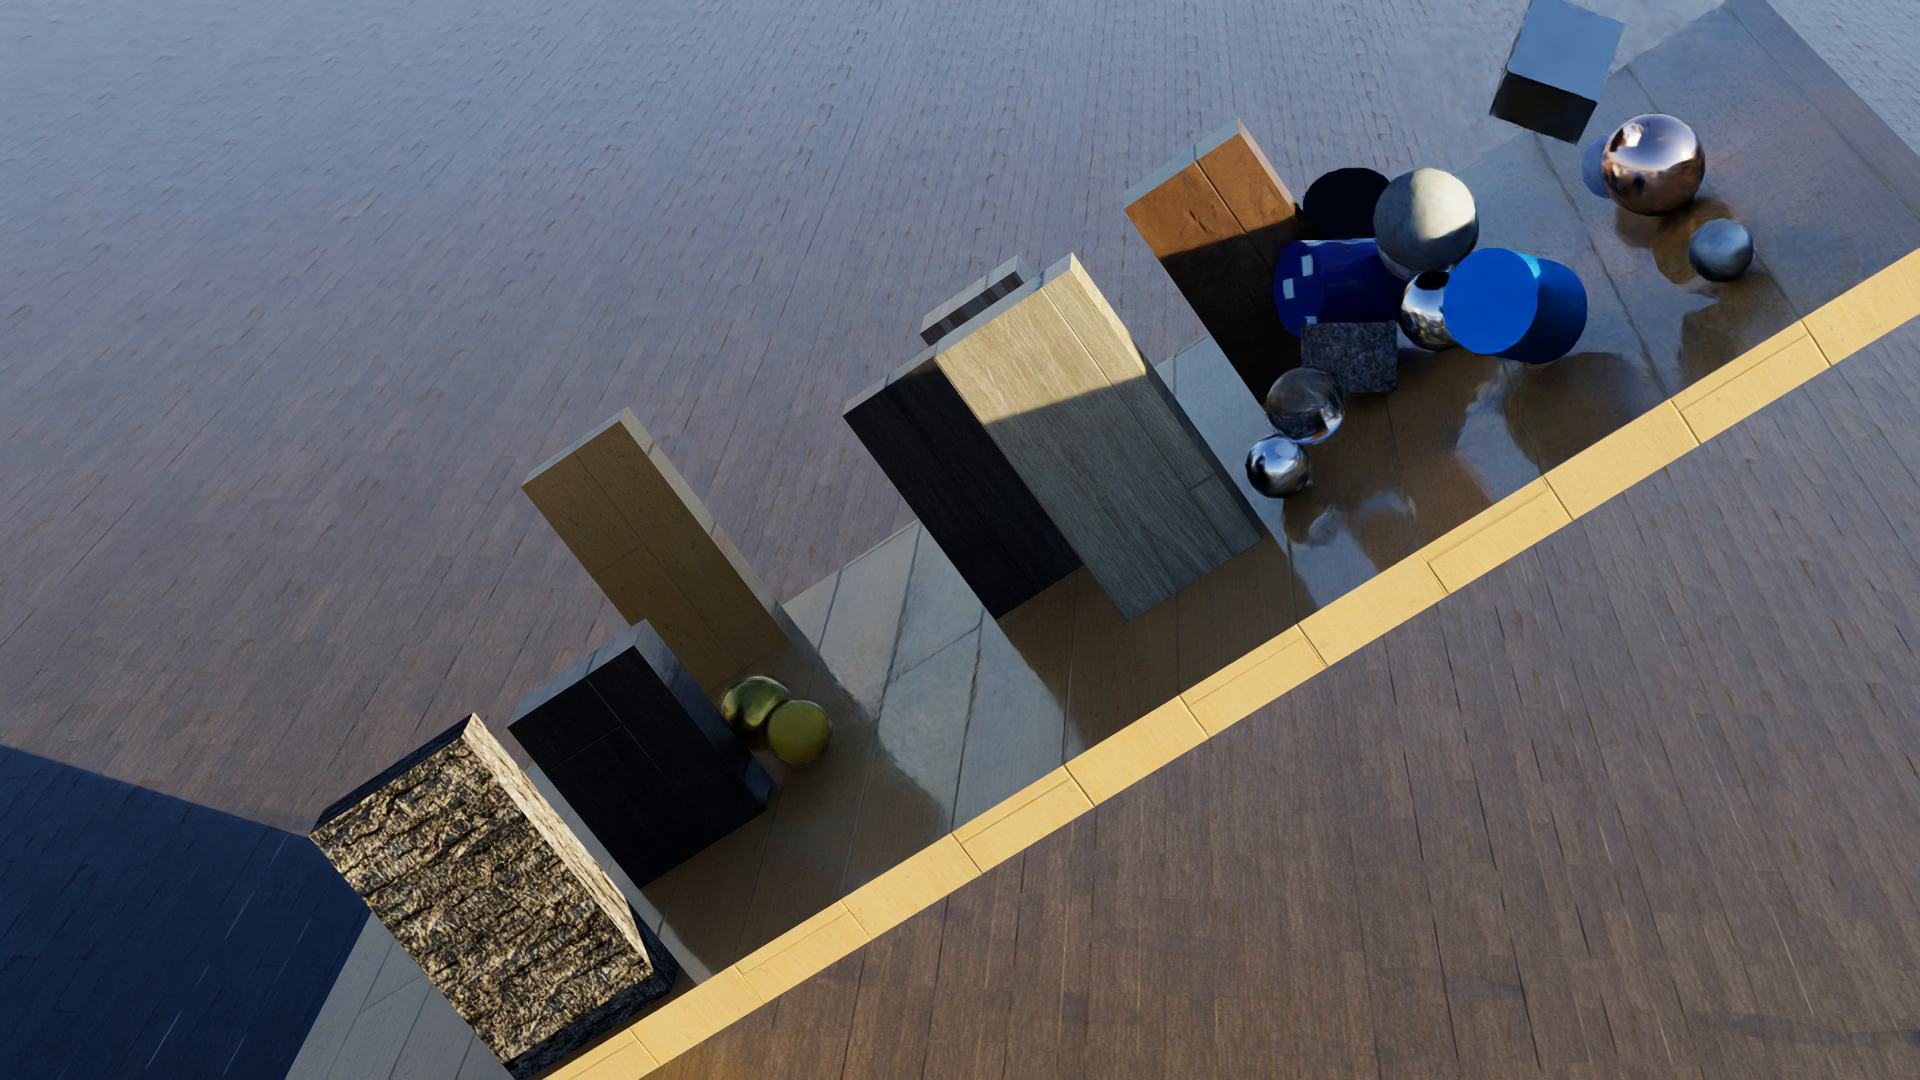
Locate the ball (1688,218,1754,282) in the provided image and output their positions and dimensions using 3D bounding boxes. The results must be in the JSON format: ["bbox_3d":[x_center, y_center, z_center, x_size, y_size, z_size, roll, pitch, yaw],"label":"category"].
[{"bbox_3d":[1.359,-0.517,5.253,0.114,0.114,0.114,0,21,0],"label":"ball"}]

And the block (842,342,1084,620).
[{"bbox_3d":[0.092,-0.171,6.173,0.427,0.554,0.092,-32,16,15],"label":"block"}]

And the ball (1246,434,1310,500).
[{"bbox_3d":[0.622,-0.143,5.744,0.126,0.126,0.126,0,21,0],"label":"ball"}]

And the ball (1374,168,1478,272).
[{"bbox_3d":[0.921,-0.634,5.823,0.203,0.203,0.203,0,21,0],"label":"ball"}]

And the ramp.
[{"bbox_3d":[0.135,0.174,6.307,4.000,0.100,2.000,-32,16,15],"label":"ramp"}]

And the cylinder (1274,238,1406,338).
[{"bbox_3d":[0.792,-0.527,6.131,0.201,0.201,0.201,-5,22,-23],"label":"cylinder"}]

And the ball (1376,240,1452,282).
[{"bbox_3d":[0.935,-0.609,6.009,0.167,0.167,0.167,0,21,0],"label":"ball"}]

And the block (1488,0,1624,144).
[{"bbox_3d":[1.159,-0.916,5.723,0.182,0.182,0.182,20,-18,5],"label":"block"}]

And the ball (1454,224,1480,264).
[{"bbox_3d":[1.040,-0.666,6.323,0.152,0.152,0.152,0,21,0],"label":"ball"}]

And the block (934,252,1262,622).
[{"bbox_3d":[0.269,-0.193,5.665,0.314,0.652,0.114,-32,16,15],"label":"block"}]

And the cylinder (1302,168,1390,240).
[{"bbox_3d":[0.865,-0.675,6.470,0.204,0.204,0.204,-6,55,9],"label":"cylinder"}]

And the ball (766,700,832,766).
[{"bbox_3d":[-0.339,0.406,6.206,0.140,0.140,0.140,0,21,0],"label":"ball"}]

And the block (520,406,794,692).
[{"bbox_3d":[-0.728,0.038,7.123,0.301,0.676,0.105,-32,16,15],"label":"block"}]

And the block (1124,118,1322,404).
[{"bbox_3d":[0.621,-0.598,6.321,0.293,0.528,0.145,-32,16,15],"label":"block"}]

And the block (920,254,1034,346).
[{"bbox_3d":[0.170,-0.345,6.582,0.257,0.519,0.134,-32,16,15],"label":"block"}]

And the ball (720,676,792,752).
[{"bbox_3d":[-0.435,0.374,6.321,0.163,0.163,0.163,0,21,0],"label":"ball"}]

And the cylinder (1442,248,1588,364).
[{"bbox_3d":[1.025,-0.431,5.428,0.195,0.195,0.195,18,9,38],"label":"cylinder"}]

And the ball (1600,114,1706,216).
[{"bbox_3d":[1.353,-0.732,5.740,0.199,0.199,0.199,0,21,0],"label":"ball"}]

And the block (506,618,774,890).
[{"bbox_3d":[-0.670,0.452,6.197,0.336,0.454,0.143,-32,16,15],"label":"block"}]

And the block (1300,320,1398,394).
[{"bbox_3d":[0.783,-0.367,5.919,0.141,0.141,0.141,-3,4,-20],"label":"block"}]

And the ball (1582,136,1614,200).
[{"bbox_3d":[1.333,-0.760,6.000,0.129,0.129,0.129,0,21,0],"label":"ball"}]

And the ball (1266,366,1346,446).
[{"bbox_3d":[0.664,-0.258,5.649,0.151,0.151,0.151,0,21,0],"label":"ball"}]

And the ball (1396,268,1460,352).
[{"bbox_3d":[0.955,-0.459,5.871,0.165,0.165,0.165,0,21,0],"label":"ball"}]

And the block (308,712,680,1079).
[{"bbox_3d":[-0.884,0.688,5.611,0.372,0.643,0.108,-32,16,15],"label":"block"}]
